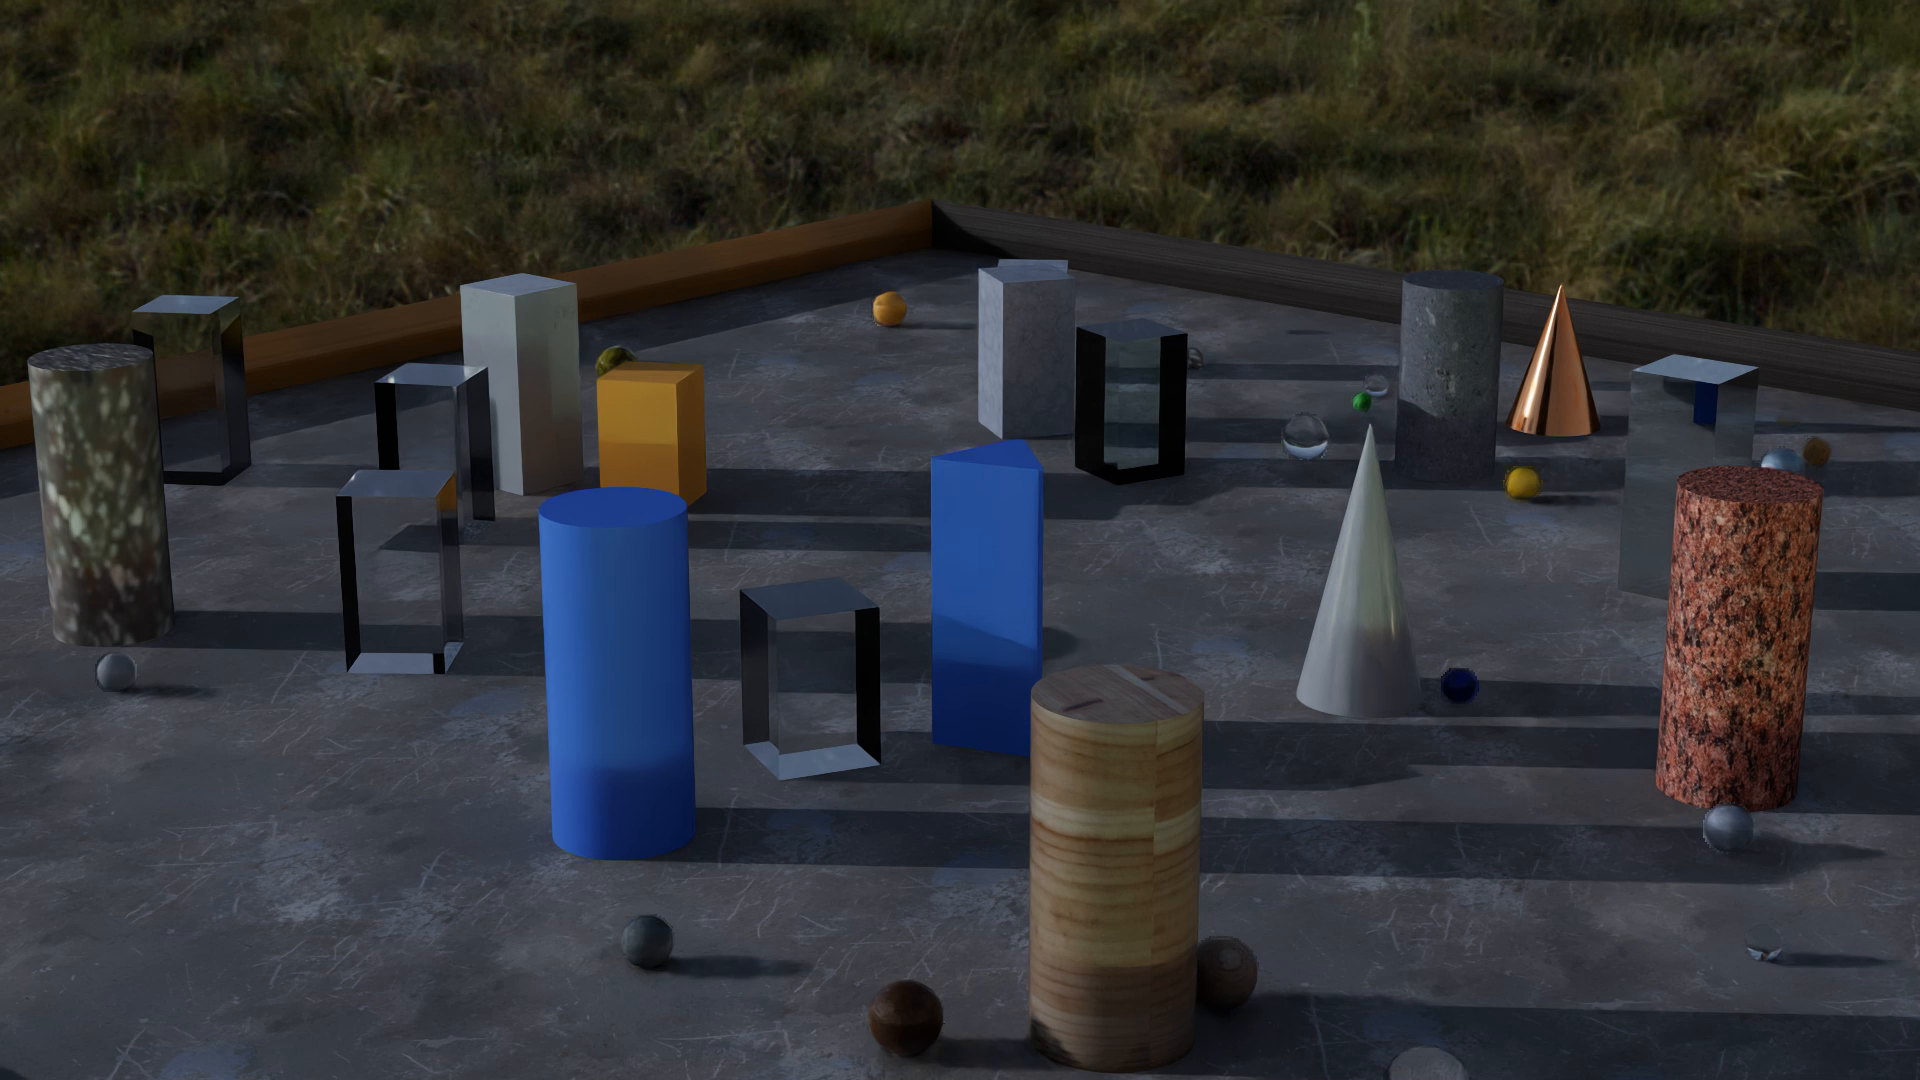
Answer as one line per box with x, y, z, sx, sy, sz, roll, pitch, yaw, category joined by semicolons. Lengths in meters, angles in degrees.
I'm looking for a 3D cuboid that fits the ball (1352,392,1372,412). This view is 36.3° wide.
0.876;-0.300;6.381;0.042;0.042;0.042;0;17;0;ball

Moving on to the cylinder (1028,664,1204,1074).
0.181;0.383;3.435;0.200;0.432;0.200;0;17;0;cylinder

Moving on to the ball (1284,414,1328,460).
0.707;-0.210;5.994;0.093;0.093;0.093;0;17;0;ball

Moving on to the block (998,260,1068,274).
0.166;-0.510;6.733;0.160;0.240;0.160;1;17;3;block

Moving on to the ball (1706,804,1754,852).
1.057;0.396;4.028;0.065;0.065;0.065;0;17;0;ball

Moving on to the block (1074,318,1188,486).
0.342;-0.279;5.879;0.160;0.291;0.160;-9;19;-28;block

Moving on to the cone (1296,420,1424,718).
0.632;0.031;4.573;0.200;0.450;0.200;0;17;0;cone

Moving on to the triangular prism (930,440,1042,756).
0.065;0.082;4.412;0.173;0.446;0.150;6;18;20;triangular prism

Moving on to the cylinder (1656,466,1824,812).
1.114;0.140;4.201;0.200;0.456;0.200;0;17;0;cylinder

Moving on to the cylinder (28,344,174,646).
-1.432;-0.076;4.896;0.200;0.470;0.200;0;17;0;cylinder

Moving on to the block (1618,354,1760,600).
1.270;-0.105;5.119;0.160;0.397;0.160;13;21;37;block

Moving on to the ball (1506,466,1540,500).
1.096;-0.110;5.707;0.066;0.066;0.066;0;17;0;ball

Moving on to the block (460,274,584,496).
-0.864;-0.309;5.793;0.160;0.398;0.160;14;22;38;block

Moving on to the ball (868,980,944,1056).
-0.064;0.560;3.441;0.089;0.089;0.089;0;17;0;ball

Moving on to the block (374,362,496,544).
-0.978;-0.162;5.473;0.160;0.301;0.160;3;17;11;block

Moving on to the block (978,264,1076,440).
0.140;-0.400;6.206;0.160;0.334;0.160;-5;18;-17;block

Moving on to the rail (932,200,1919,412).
1.527;-0.474;6.803;4.298;0.130;0.045;14;22;39;rail

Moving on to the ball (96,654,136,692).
-1.340;0.210;4.655;0.060;0.060;0.060;0;17;0;ball

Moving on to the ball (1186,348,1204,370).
0.535;-0.417;6.751;0.052;0.052;0.052;0;17;0;ball

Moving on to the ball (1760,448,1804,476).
1.618;-0.138;5.771;0.084;0.084;0.084;0;17;0;ball

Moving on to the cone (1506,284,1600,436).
1.270;-0.396;6.233;0.200;0.310;0.200;0;17;0;cone

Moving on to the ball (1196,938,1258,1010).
0.318;0.526;3.559;0.087;0.087;0.087;0;17;0;ball

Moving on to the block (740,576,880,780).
-0.222;0.204;4.353;0.160;0.246;0.160;-7;18;-22;block

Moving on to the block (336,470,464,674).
-0.909;0.050;4.773;0.160;0.297;0.160;0;17;2;block

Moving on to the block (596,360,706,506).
-0.596;-0.201;5.680;0.160;0.256;0.160;4;17;14;block

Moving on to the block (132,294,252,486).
-1.530;-0.299;5.847;0.160;0.348;0.160;2;17;7;block

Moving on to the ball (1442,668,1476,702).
0.785;0.229;4.605;0.053;0.053;0.053;0;17;0;ball

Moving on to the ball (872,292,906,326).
-0.172;-0.567;7.196;0.084;0.084;0.084;0;17;0;ball

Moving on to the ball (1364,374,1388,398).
0.924;-0.341;6.500;0.052;0.052;0.052;0;17;0;ball

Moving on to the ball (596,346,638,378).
-0.769;-0.387;6.576;0.096;0.096;0.096;0;17;0;ball

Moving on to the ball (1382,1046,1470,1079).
0.518;0.611;3.253;0.100;0.100;0.100;0;17;0;ball

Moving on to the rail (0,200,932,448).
-1.605;-0.369;6.454;0.045;0.130;4.705;14;22;39;rail

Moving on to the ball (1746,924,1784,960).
1.013;0.507;3.693;0.046;0.046;0.046;0;17;0;ball

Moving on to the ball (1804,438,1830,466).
1.742;-0.180;5.959;0.054;0.054;0.054;0;17;0;ball

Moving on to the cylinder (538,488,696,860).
-0.469;0.182;4.030;0.200;0.474;0.200;0;17;0;cylinder

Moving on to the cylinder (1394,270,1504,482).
0.981;-0.331;5.880;0.200;0.389;0.200;0;17;0;cylinder

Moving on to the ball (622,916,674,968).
-0.392;0.503;3.672;0.066;0.066;0.066;0;17;0;ball
